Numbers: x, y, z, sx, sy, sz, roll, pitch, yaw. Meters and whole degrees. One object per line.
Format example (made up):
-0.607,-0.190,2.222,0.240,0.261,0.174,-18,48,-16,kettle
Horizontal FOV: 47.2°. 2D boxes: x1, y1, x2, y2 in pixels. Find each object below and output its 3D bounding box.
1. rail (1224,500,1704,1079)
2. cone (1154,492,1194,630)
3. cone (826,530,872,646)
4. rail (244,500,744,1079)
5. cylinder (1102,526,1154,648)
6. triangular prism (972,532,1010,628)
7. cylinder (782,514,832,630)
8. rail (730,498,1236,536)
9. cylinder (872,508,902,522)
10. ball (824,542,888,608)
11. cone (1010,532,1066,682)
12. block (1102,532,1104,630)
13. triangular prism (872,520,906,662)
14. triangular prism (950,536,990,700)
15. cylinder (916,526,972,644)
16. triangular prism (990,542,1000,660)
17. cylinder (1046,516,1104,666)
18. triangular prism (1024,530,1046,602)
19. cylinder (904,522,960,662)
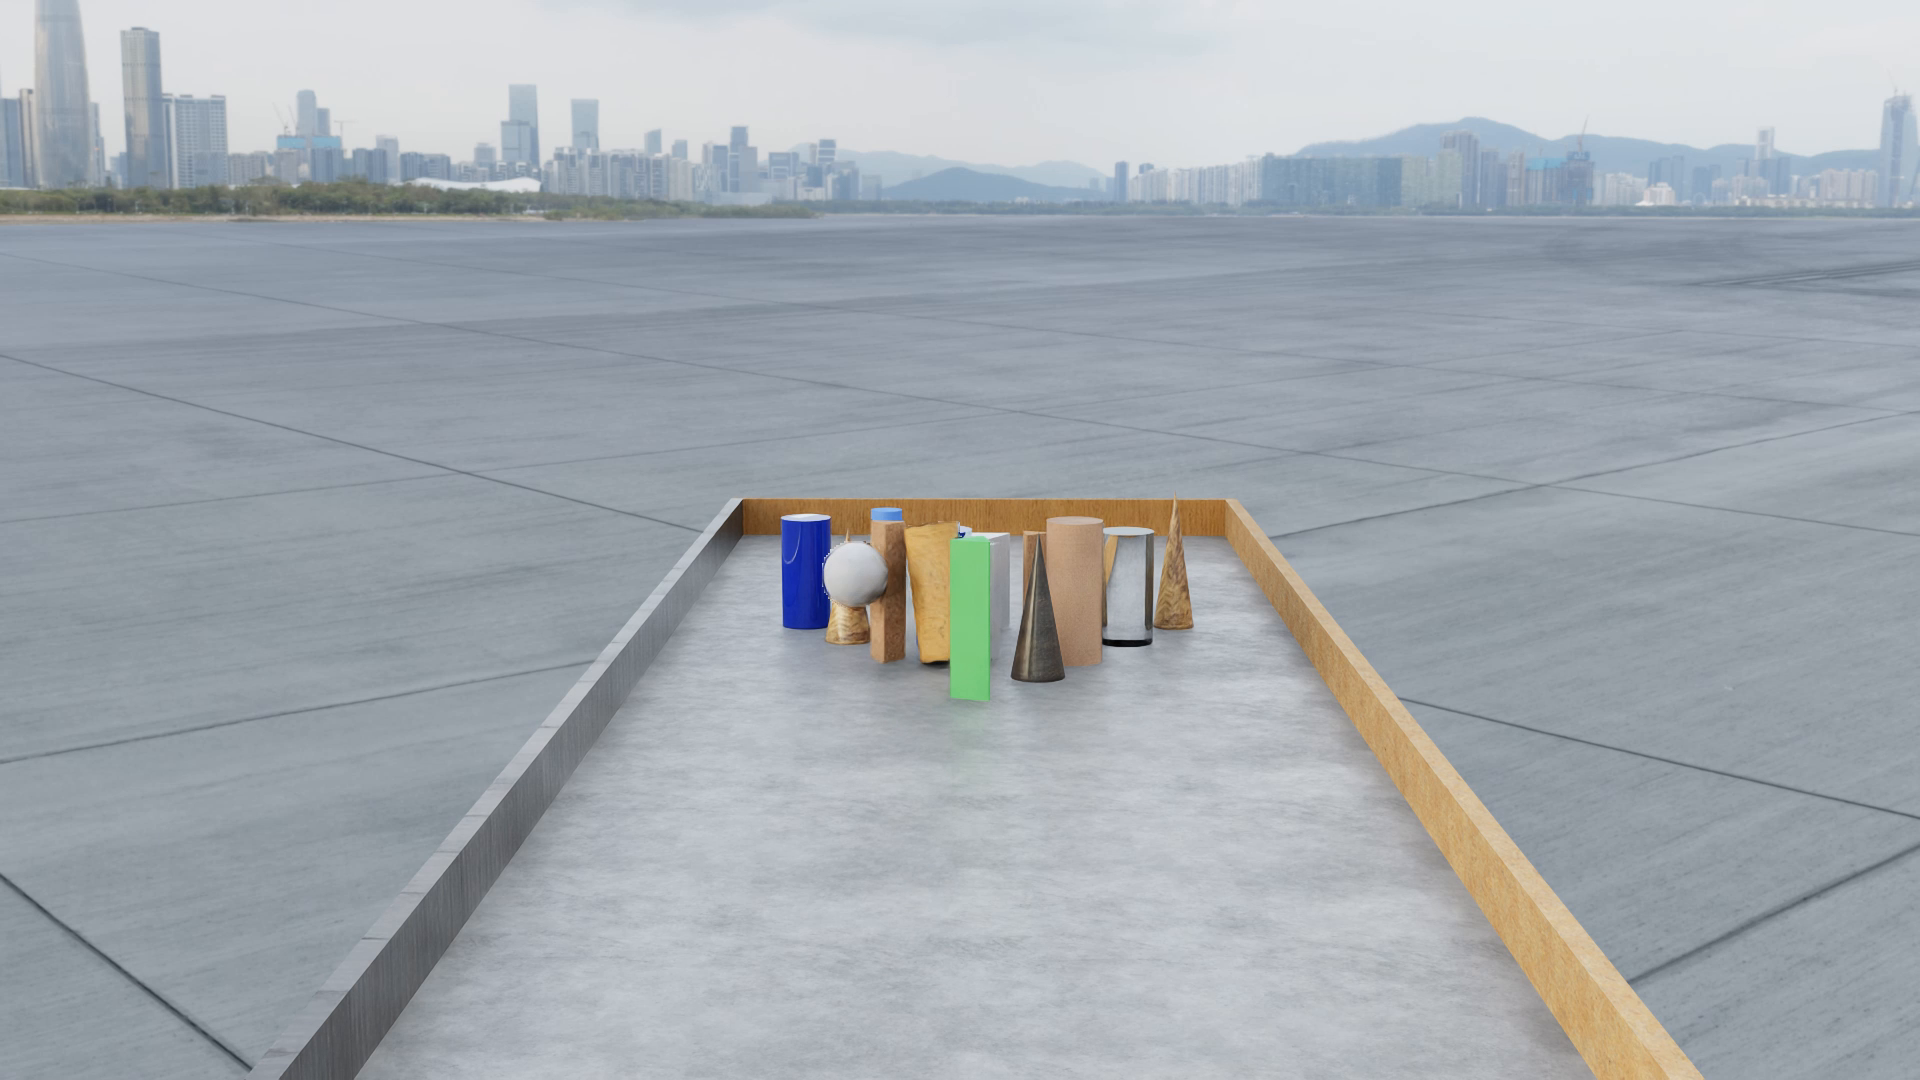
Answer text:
1.046,0.843,3.208,0.050,0.150,12.000,0,9,1,rail
0.701,0.059,7.188,0.134,0.453,0.134,0,9,0,cone
-0.353,0.138,6.969,0.152,0.367,0.152,0,9,0,cone
-1.004,0.839,3.234,0.050,0.150,12.000,0,9,1,rail
0.524,0.147,6.945,0.174,0.356,0.174,0,9,0,cylinder
0.067,0.133,7.192,0.130,0.306,0.151,5,10,31,triangular prism
-0.503,0.103,7.213,0.163,0.358,0.163,0,9,0,cylinder
0.099,-0.098,9.147,2.100,0.150,0.050,0,9,1,rail
-0.240,0.091,7.208,0.102,0.384,0.102,0,9,0,cylinder
-0.311,0.104,6.554,0.194,0.194,0.194,0,9,0,ball
0.229,0.187,6.437,0.162,0.435,0.162,0,9,0,cone
0.385,0.113,7.182,0.130,0.348,0.130,-3,10,-20,block
-0.234,0.154,6.691,0.090,0.420,0.104,6,9,36,triangular prism
0.046,0.218,6.197,0.118,0.451,0.102,3,10,21,triangular prism
-0.051,0.145,6.937,0.179,0.362,0.179,0,9,0,cylinder
0.060,0.184,6.705,0.097,0.357,0.084,-5,10,-27,triangular prism
0.346,0.154,6.664,0.172,0.430,0.172,0,9,0,cylinder
0.224,0.148,6.963,0.087,0.349,0.076,-6,11,-34,triangular prism
-0.064,0.158,6.636,0.164,0.405,0.164,-7,-1,0,cylinder
